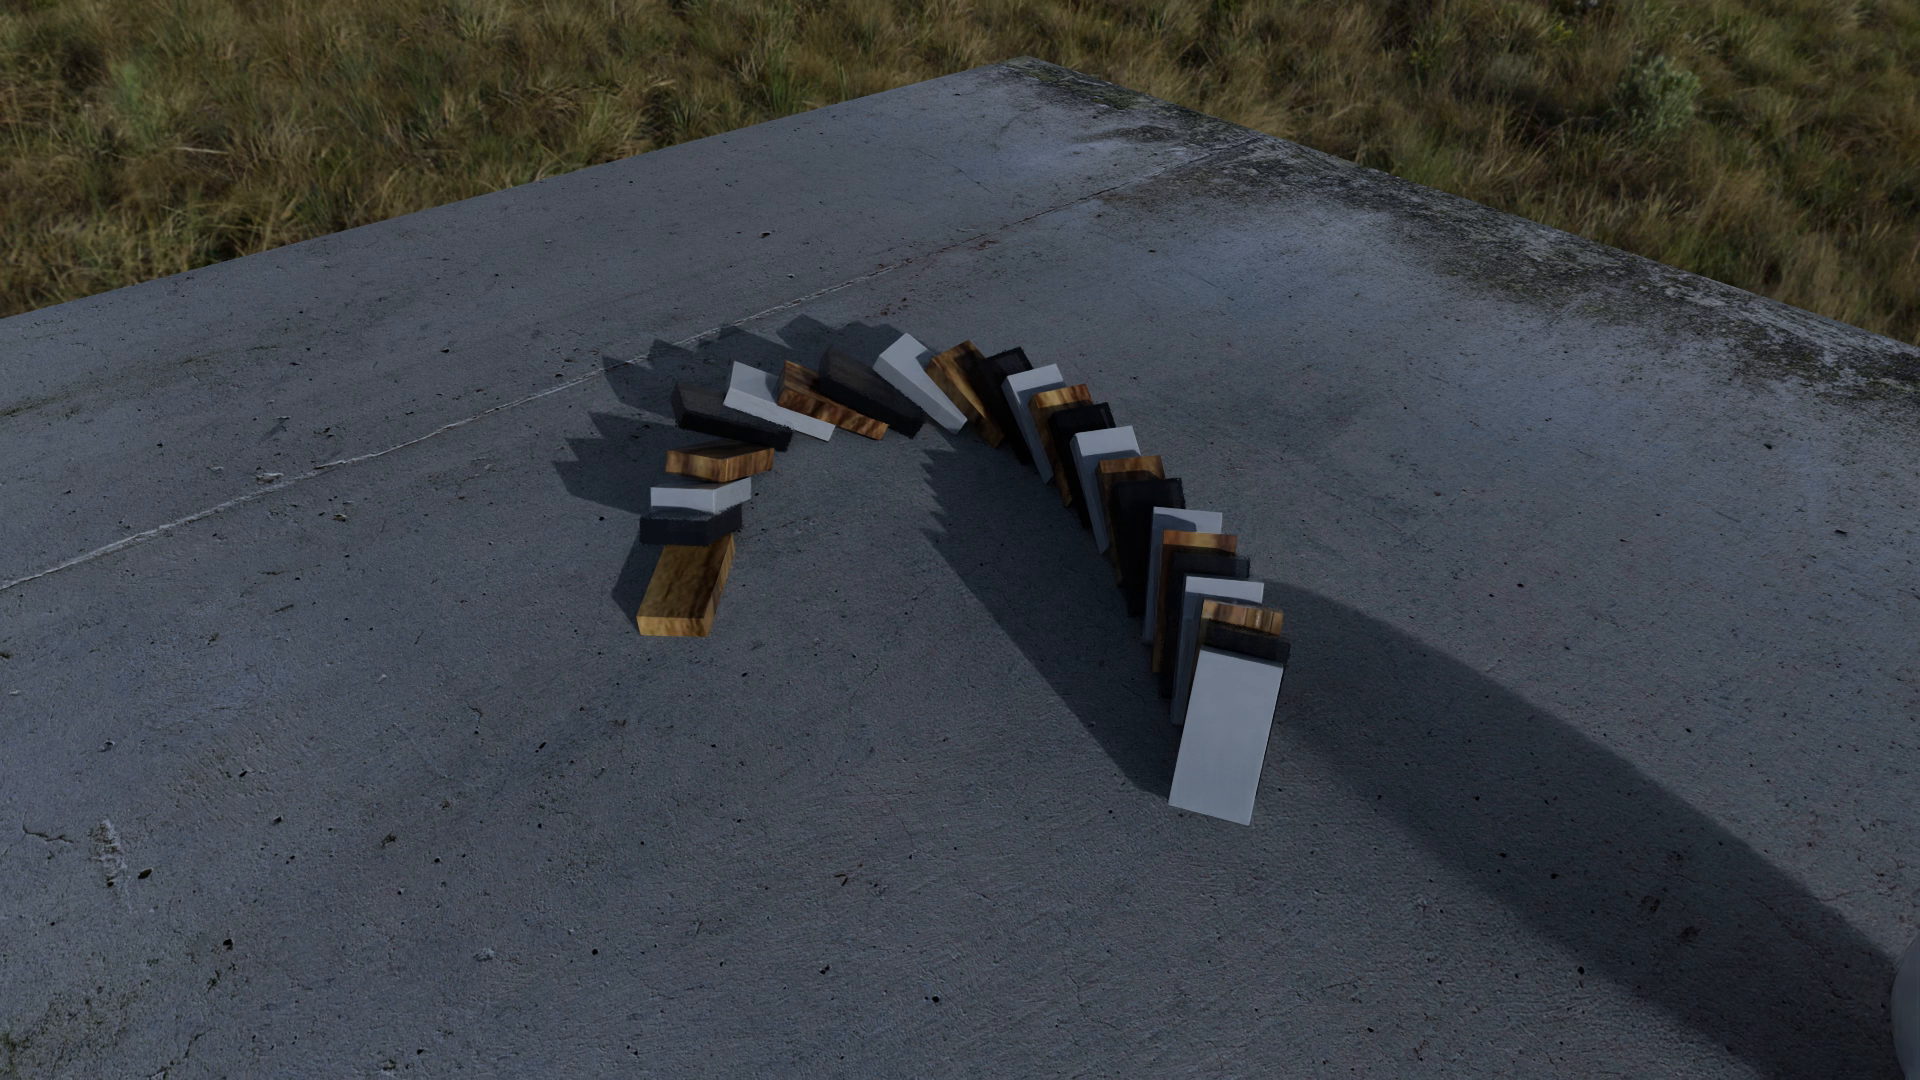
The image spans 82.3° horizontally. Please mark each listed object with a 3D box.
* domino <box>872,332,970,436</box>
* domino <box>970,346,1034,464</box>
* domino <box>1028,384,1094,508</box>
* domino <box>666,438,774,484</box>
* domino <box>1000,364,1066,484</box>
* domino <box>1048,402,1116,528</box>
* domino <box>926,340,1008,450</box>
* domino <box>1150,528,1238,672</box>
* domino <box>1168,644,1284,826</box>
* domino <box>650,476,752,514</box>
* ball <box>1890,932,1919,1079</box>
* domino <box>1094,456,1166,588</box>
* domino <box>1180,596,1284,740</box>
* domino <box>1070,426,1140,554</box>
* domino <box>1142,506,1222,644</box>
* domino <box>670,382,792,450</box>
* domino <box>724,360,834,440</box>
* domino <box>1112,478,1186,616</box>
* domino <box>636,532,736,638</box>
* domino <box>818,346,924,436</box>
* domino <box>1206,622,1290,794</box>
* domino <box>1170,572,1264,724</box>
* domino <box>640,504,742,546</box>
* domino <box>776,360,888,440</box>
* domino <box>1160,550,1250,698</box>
[{"bbox_3d":[-0.014,-0.073,0.515,0.050,0.010,0.025,39,46,2],"label":"domino"},{"bbox_3d":[0.028,-0.061,0.498,0.025,0.010,0.050,-23,77,-26],"label":"domino"},{"bbox_3d":[0.050,-0.041,0.474,0.025,0.009,0.050,-14,74,-16],"label":"domino"},{"bbox_3d":[-0.101,-0.034,0.468,0.025,0.010,0.050,11,13,13],"label":"domino"},{"bbox_3d":[0.040,-0.052,0.486,0.025,0.010,0.050,-17,75,-21],"label":"domino"},{"bbox_3d":[0.057,-0.032,0.461,0.025,0.010,0.050,-12,73,-16],"label":"domino"},{"bbox_3d":[0.010,-0.068,0.509,0.025,0.009,0.050,-34,77,-34],"label":"domino"},{"bbox_3d":[0.082,0.022,0.388,0.025,0.050,0.009,5,3,6],"label":"domino"},{"bbox_3d":[0.082,0.060,0.340,0.025,0.050,0.009,12,8,14],"label":"domino"},{"bbox_3d":[-0.104,-0.019,0.447,0.025,0.010,0.050,2,9,5],"label":"domino"},{"bbox_3d":[0.260,0.116,0.246,0.080,0.080,0.080,0,39,0],"label":"ball"},{"bbox_3d":[0.071,-0.008,0.433,0.025,0.009,0.050,-6,71,-7],"label":"domino"},{"bbox_3d":[0.088,0.046,0.358,0.025,0.050,0.009,9,7,11],"label":"domino"},{"bbox_3d":[0.064,-0.021,0.448,0.025,0.009,0.050,-9,72,-14],"label":"domino"},{"bbox_3d":[0.082,0.014,0.404,0.025,0.009,0.050,5,75,5],"label":"domino"},{"bbox_3d":[-0.103,-0.055,0.494,0.050,0.009,0.025,11,31,-31],"label":"domino"},{"bbox_3d":[-0.082,-0.064,0.504,0.050,0.009,0.025,18,33,-19],"label":"domino"},{"bbox_3d":[0.074,0.002,0.418,0.025,0.010,0.050,-4,76,-5],"label":"domino"},{"bbox_3d":[-0.105,0.016,0.424,0.025,0.009,0.050,2,39,2],"label":"domino"},{"bbox_3d":[-0.040,-0.068,0.505,0.050,0.009,0.025,25,32,-22],"label":"domino"},{"bbox_3d":[0.087,0.053,0.349,0.025,0.050,0.010,12,8,14],"label":"domino"},{"bbox_3d":[0.086,0.037,0.368,0.025,0.050,0.010,5,7,6],"label":"domino"},{"bbox_3d":[-0.105,-0.007,0.431,0.025,0.010,0.050,2,9,4],"label":"domino"},{"bbox_3d":[-0.058,-0.064,0.506,0.050,0.009,0.025,17,35,-20],"label":"domino"},{"bbox_3d":[0.084,0.030,0.377,0.025,0.050,0.010,5,7,6],"label":"domino"}]
